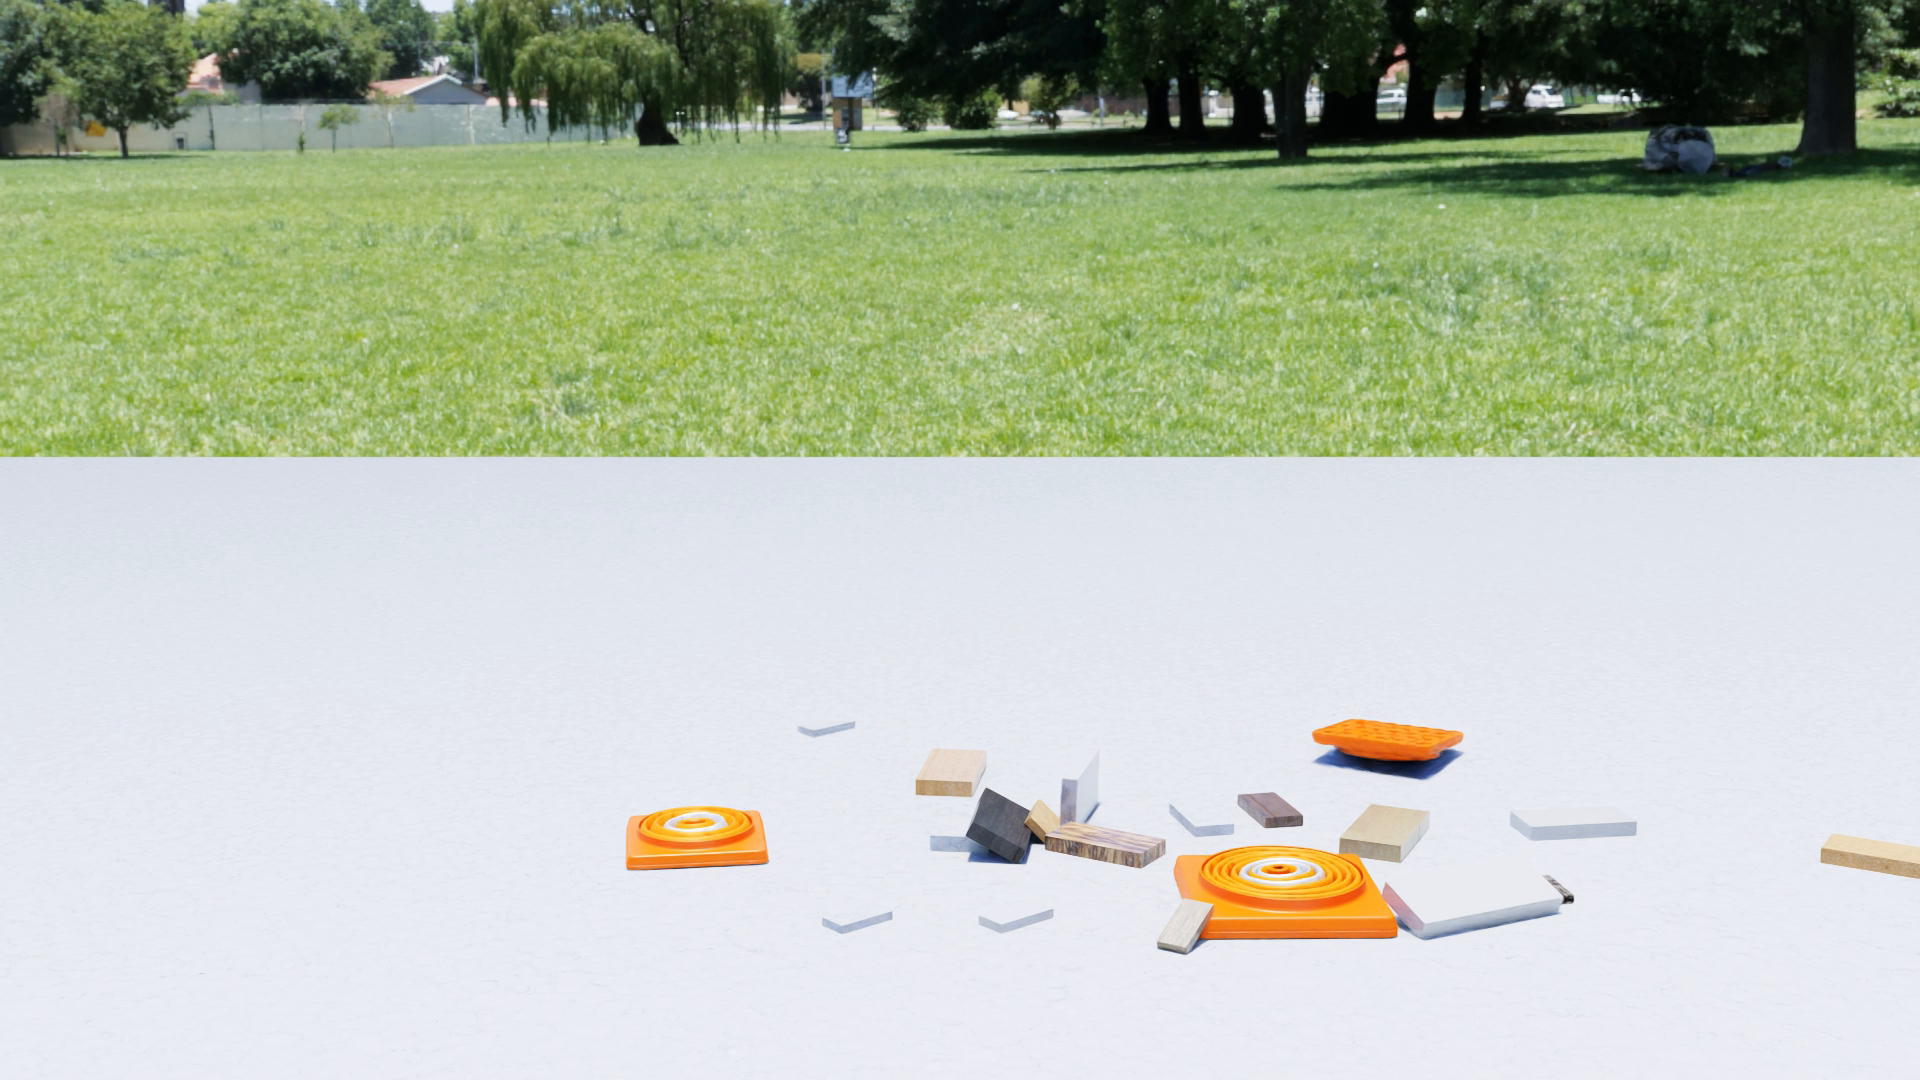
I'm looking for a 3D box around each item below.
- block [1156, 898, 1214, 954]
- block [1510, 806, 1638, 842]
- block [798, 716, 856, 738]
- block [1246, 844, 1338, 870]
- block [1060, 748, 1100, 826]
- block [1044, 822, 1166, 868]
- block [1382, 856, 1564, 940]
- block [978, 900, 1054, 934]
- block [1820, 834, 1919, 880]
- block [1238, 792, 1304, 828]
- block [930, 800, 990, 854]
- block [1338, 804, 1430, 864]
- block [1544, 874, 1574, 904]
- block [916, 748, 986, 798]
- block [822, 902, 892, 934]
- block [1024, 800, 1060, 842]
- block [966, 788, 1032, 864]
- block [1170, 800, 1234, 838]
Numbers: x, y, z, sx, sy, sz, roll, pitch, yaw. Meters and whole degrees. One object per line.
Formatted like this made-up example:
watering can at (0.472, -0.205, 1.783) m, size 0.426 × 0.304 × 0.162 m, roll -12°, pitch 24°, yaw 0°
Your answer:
block at (0.353, 0.604, 3.443) m, size 0.052 × 0.015 × 0.103 m, roll 7°, pitch 36°, yaw 32°
block at (1.115, 0.515, 3.999) m, size 0.201 × 0.027 × 0.095 m, roll -2°, pitch 11°, yaw -9°
block at (-0.284, 0.396, 4.669) m, size 0.113 × 0.016 × 0.056 m, roll -9°, pitch 14°, yaw -41°
block at (0.575, 0.552, 3.819) m, size 0.148 × 0.021 × 0.074 m, roll 0°, pitch 11°, yaw 1°
block at (0.222, 0.463, 4.066) m, size 0.030 × 0.104 × 0.209 m, roll 5°, pitch 11°, yaw 14°
block at (0.256, 0.537, 3.879) m, size 0.191 × 0.027 × 0.095 m, roll 7°, pitch 12°, yaw 31°
block at (0.829, 0.577, 3.557) m, size 0.279 × 0.031 × 0.109 m, roll -5°, pitch 32°, yaw -26°
block at (0.090, 0.606, 3.540) m, size 0.113 × 0.016 × 0.056 m, roll -9°, pitch 14°, yaw -40°
block at (1.602, 0.550, 3.812) m, size 0.191 × 0.027 × 0.095 m, roll 7°, pitch 12°, yaw 32°
block at (0.576, 0.502, 4.086) m, size 0.074 × 0.021 × 0.148 m, roll -2°, pitch 11°, yaw -13°
block at (0.011, 0.518, 3.978) m, size 0.104 × 0.030 × 0.209 m, roll 1°, pitch 11°, yaw 7°
block at (0.762, 0.524, 3.939) m, size 0.109 × 0.031 × 0.219 m, roll 5°, pitch 12°, yaw 24°
block at (0.978, 0.583, 3.666) m, size 0.052 × 0.015 × 0.103 m, roll -1°, pitch 11°, yaw -8°
block at (-0.016, 0.455, 4.310) m, size 0.109 × 0.031 × 0.219 m, roll 1°, pitch 11°, yaw 8°
block at (-0.165, 0.608, 3.533) m, size 0.103 × 0.015 × 0.052 m, roll -9°, pitch 14°, yaw -40°
block at (0.150, 0.508, 3.970) m, size 0.056 × 0.016 × 0.112 m, roll 45°, pitch 15°, yaw 0°
block at (0.074, 0.507, 3.914) m, size 0.104 × 0.030 × 0.209 m, roll 28°, pitch 13°, yaw 1°
block at (0.443, 0.511, 4.037) m, size 0.074 × 0.021 × 0.148 m, roll -2°, pitch 11°, yaw -13°
